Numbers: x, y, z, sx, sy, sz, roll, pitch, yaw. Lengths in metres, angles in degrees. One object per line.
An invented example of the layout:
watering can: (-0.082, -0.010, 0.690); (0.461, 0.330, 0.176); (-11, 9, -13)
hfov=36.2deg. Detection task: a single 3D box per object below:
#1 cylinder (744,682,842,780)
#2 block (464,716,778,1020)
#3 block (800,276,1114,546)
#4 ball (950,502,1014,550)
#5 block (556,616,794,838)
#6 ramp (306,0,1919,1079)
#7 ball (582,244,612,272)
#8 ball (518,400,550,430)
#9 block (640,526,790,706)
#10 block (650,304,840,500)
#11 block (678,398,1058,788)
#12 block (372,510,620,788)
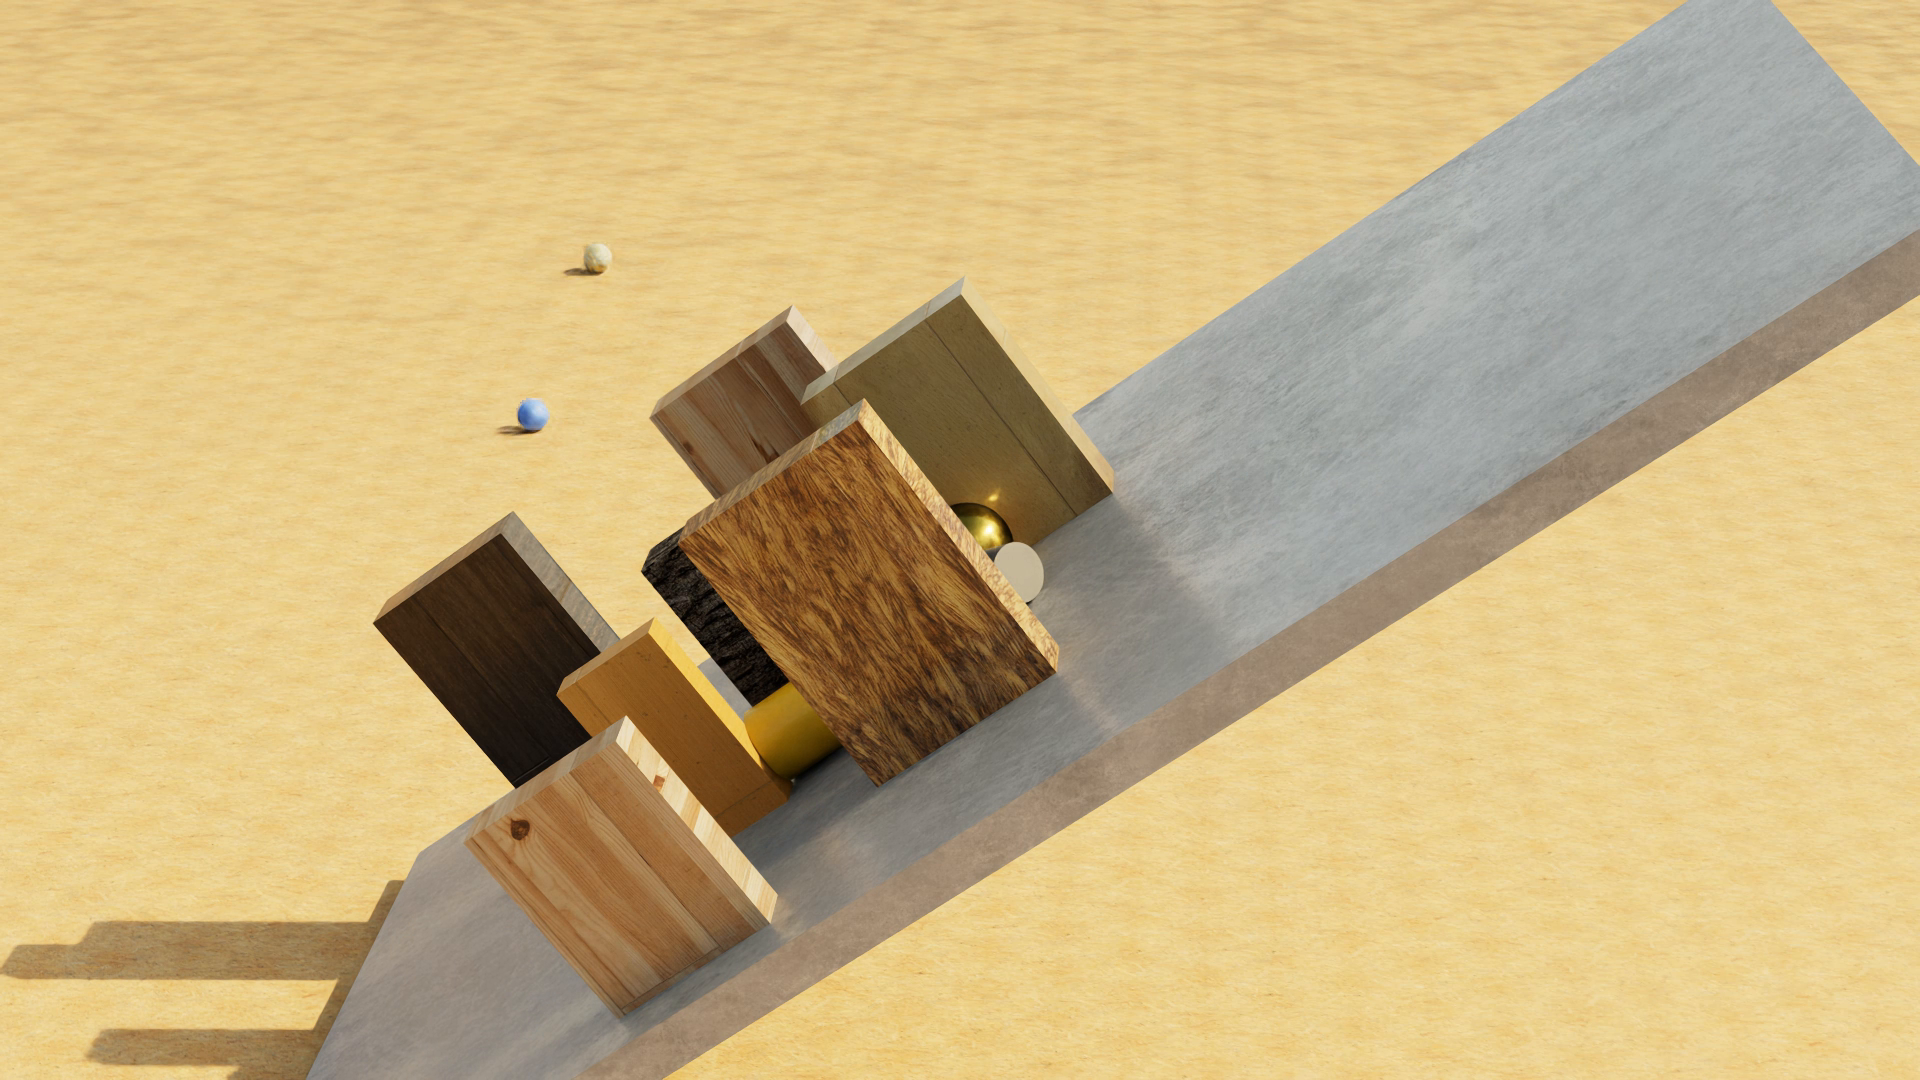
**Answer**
cylinder: (-0.336, 0.389, 6.242); (0.175, 0.175, 0.175); (-35, 19, 12)
block: (-0.653, 0.637, 5.688); (0.380, 0.473, 0.112); (-34, 16, 16)
block: (-0.003, -0.224, 6.520); (0.441, 0.560, 0.135); (-34, 16, 16)
ball: (0.017, 0.020, 6.434); (0.205, 0.205, 0.205); (0, 22, 0)
block: (-0.597, 0.419, 6.185); (0.248, 0.471, 0.084); (-34, 16, 16)
ramp: (0.131, 0.177, 6.317); (4.000, 0.100, 2.000); (-34, 16, 16)
ball: (-1.587, -1.234, 12.870); (0.129, 0.129, 0.129); (0, 22, 0)
ball: (-1.597, -0.467, 11.006); (0.117, 0.117, 0.117); (0, 22, 0)
block: (-0.394, 0.150, 6.408); (0.337, 0.518, 0.128); (-34, 16, 16)
block: (-0.378, -0.183, 7.093); (0.418, 0.641, 0.131); (-34, 16, 16)
block: (-0.176, 0.110, 5.796); (0.443, 0.644, 0.125); (-34, 16, 16)
block: (-1.044, 0.314, 7.140); (0.406, 0.657, 0.143); (-34, 16, 16)
